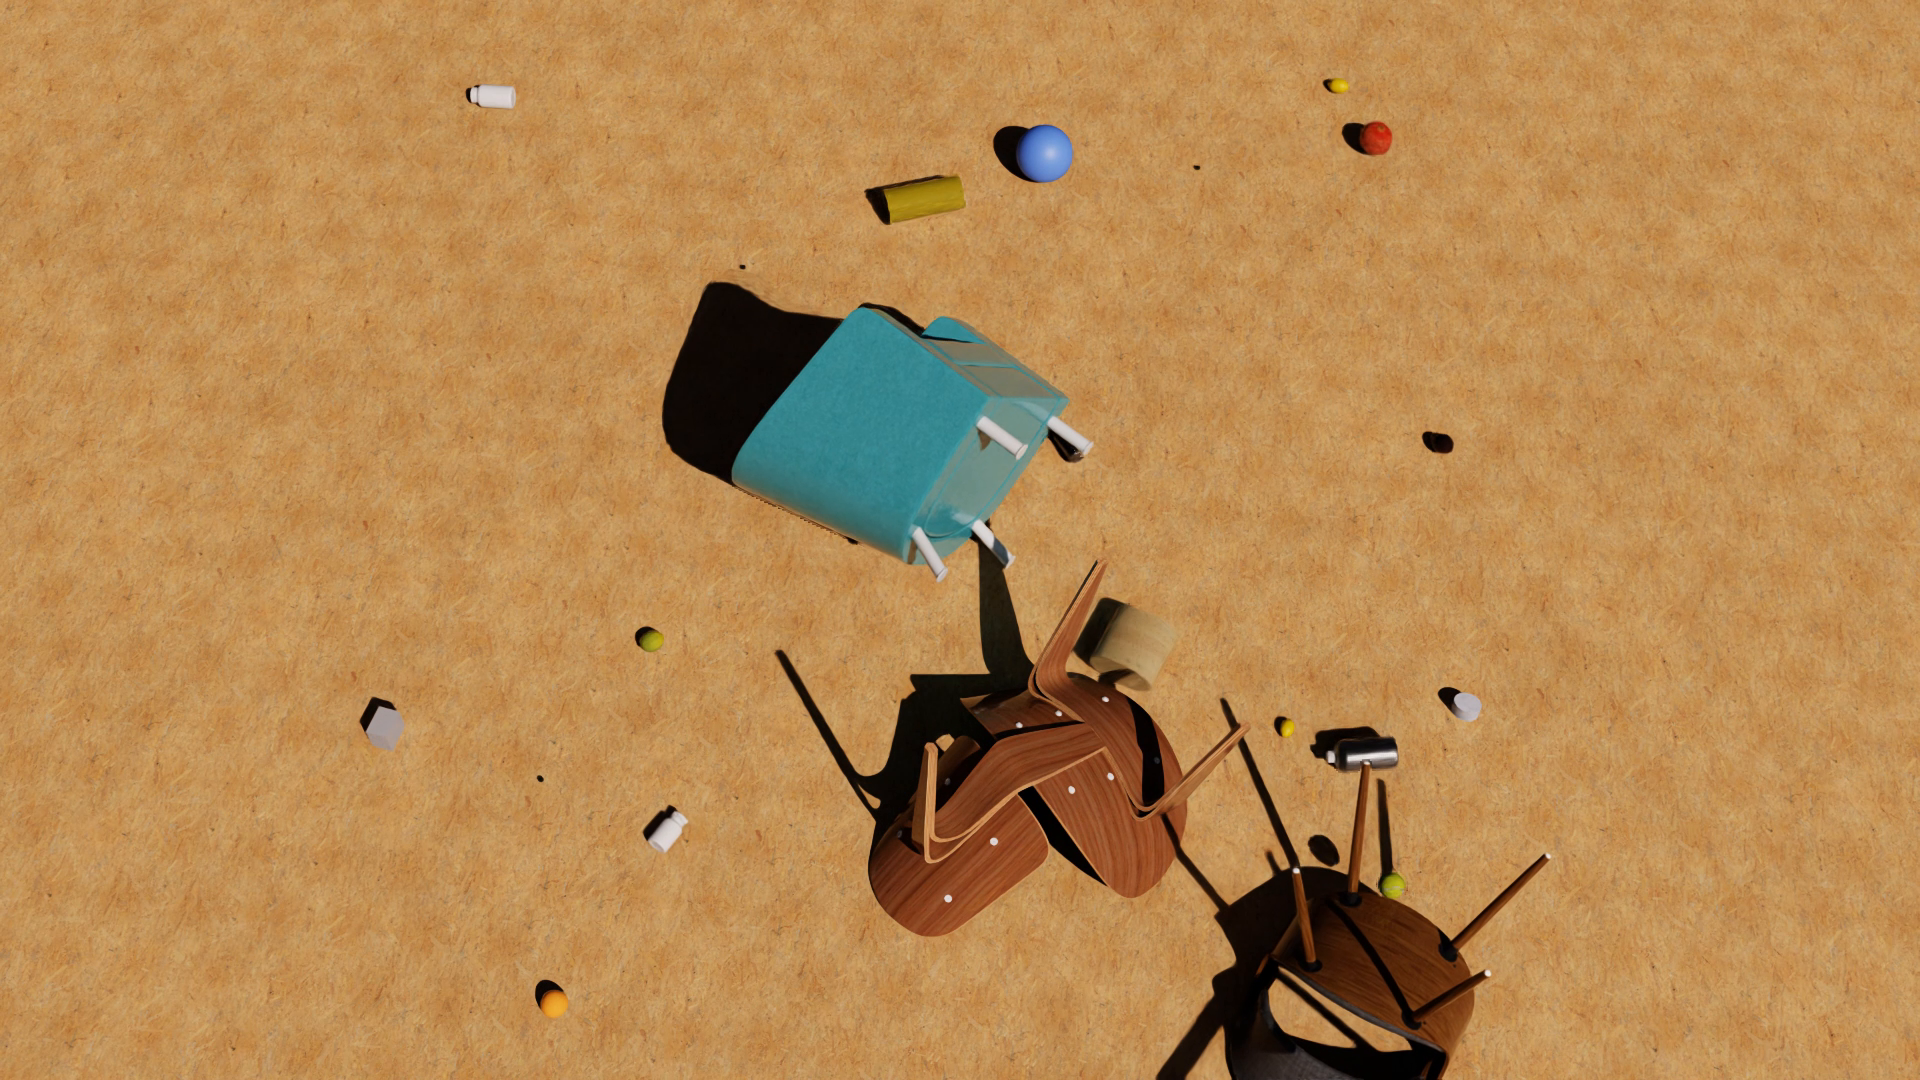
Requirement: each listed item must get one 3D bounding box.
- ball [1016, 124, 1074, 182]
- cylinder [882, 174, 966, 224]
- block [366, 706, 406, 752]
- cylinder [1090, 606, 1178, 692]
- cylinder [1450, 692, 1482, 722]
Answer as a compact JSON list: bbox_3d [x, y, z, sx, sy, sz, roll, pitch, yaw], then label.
[{"bbox_3d":[0.282,-1.286,7.322,0.192,0.192,0.192,0,56,0],"label":"ball"},{"bbox_3d":[-0.122,-1.124,7.258,0.256,0.116,0.113,-13,67,-8],"label":"cylinder"},{"bbox_3d":[-1.611,0.530,6.169,0.062,0.082,0.085,14,57,9],"label":"block"},{"bbox_3d":[0.498,0.310,6.300,0.194,0.107,0.193,26,60,9],"label":"cylinder"},{"bbox_3d":[1.433,0.473,6.226,0.080,0.051,0.061,23,59,15],"label":"cylinder"}]
